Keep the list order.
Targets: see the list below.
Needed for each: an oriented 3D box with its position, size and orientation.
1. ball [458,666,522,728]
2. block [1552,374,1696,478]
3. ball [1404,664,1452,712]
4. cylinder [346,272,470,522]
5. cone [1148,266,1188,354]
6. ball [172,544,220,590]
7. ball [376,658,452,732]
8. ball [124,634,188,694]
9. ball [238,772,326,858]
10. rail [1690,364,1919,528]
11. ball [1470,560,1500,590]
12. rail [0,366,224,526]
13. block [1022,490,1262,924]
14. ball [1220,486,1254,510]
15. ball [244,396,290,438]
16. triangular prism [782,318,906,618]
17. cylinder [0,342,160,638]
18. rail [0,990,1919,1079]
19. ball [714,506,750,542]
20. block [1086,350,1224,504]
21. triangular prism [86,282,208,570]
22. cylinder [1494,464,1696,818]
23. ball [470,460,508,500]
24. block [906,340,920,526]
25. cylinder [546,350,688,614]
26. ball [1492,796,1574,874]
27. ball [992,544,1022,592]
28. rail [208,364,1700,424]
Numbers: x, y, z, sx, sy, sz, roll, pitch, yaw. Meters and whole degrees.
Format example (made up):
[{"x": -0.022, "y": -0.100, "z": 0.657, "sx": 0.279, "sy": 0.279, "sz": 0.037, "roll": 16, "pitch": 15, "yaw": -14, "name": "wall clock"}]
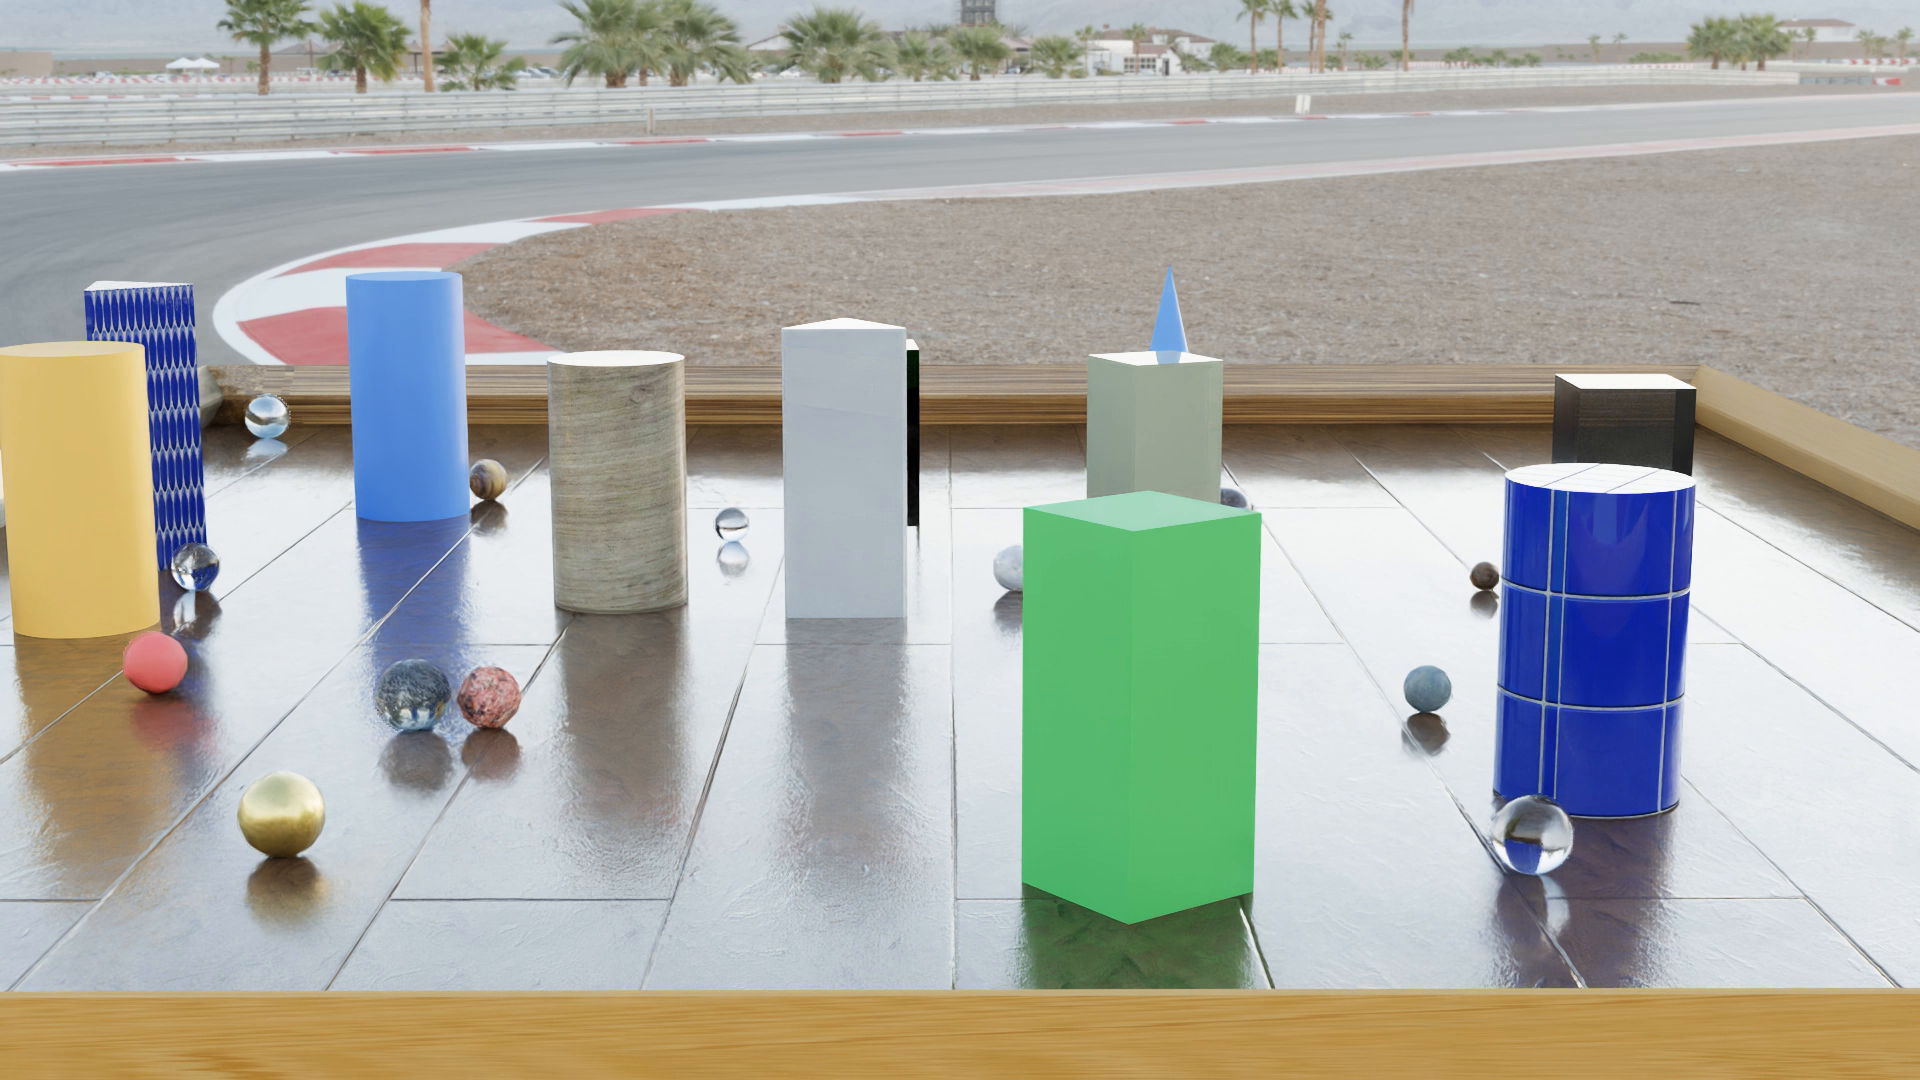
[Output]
[{"x": -0.519, "y": 0.173, "z": 2.830, "sx": 0.069, "sy": 0.069, "sz": 0.069, "roll": 0, "pitch": 11, "yaw": 0, "name": "ball"}, {"x": 0.859, "y": -0.050, "z": 3.347, "sx": 0.147, "sy": 0.317, "sz": 0.147, "roll": 0, "pitch": 11, "yaw": 1, "name": "block"}, {"x": 0.528, "y": 0.168, "z": 2.898, "sx": 0.054, "sy": 0.054, "sz": 0.054, "roll": 0, "pitch": 11, "yaw": 0, "name": "ball"}, {"x": -0.893, "y": -0.235, "z": 4.153, "sx": 0.183, "sy": 0.384, "sz": 0.183, "roll": 0, "pitch": 11, "yaw": 0, "name": "cylinder"}, {"x": 0.331, "y": -0.236, "z": 4.089, "sx": 0.183, "sy": 0.410, "sz": 0.183, "roll": 0, "pitch": 11, "yaw": 0, "name": "cone"}, {"x": -1.061, "y": 0.038, "z": 3.563, "sx": 0.065, "sy": 0.065, "sz": 0.065, "roll": 0, "pitch": 11, "yaw": 0, "name": "ball"}, {"x": -0.599, "y": 0.170, "z": 2.815, "sx": 0.081, "sy": 0.081, "sz": 0.081, "roll": 0, "pitch": 11, "yaw": 0, "name": "ball"}, {"x": -0.935, "y": 0.144, "z": 2.985, "sx": 0.070, "sy": 0.070, "sz": 0.070, "roll": 0, "pitch": 11, "yaw": 0, "name": "ball"}, {"x": -0.627, "y": 0.254, "z": 2.373, "sx": 0.079, "sy": 0.079, "sz": 0.079, "roll": 0, "pitch": 11, "yaw": 0, "name": "ball"}, {"x": 1.487, "y": 0.029, "z": 3.458, "sx": 0.045, "sy": 0.119, "sz": 3.549, "roll": 0, "pitch": 11, "yaw": 0, "name": "rail"}, {"x": 0.729, "y": 0.050, "z": 3.563, "sx": 0.042, "sy": 0.042, "sz": 0.042, "roll": 0, "pitch": 11, "yaw": 0, "name": "ball"}, {"x": -1.487, "y": 0.032, "z": 3.441, "sx": 0.045, "sy": 0.119, "sz": 3.549, "roll": 0, "pitch": 11, "yaw": 0, "name": "rail"}, {"x": 0.158, "y": 0.142, "z": 2.259, "sx": 0.147, "sy": 0.341, "sz": 0.147, "roll": -8, "pitch": 13, "yaw": -37, "name": "block"}, {"x": 0.405, "y": -0.038, "z": 3.910, "sx": 0.087, "sy": 0.087, "sz": 0.087, "roll": 0, "pitch": 11, "yaw": 0, "name": "ball"}, {"x": -1.347, "y": -0.238, "z": 4.988, "sx": 0.083, "sy": 0.083, "sz": 0.083, "roll": 0, "pitch": 11, "yaw": 0, "name": "ball"}, {"x": -0.153, "y": -0.099, "z": 3.429, "sx": 0.159, "sy": 0.383, "sz": 0.137, "roll": 0, "pitch": 11, "yaw": -2, "name": "triangular prism"}, {"x": -1.144, "y": -0.068, "z": 3.328, "sx": 0.183, "sy": 0.361, "sz": 0.183, "roll": 0, "pitch": 11, "yaw": 0, "name": "cylinder"}, {"x": 0.010, "y": 0.353, "z": 1.729, "sx": 3.022, "sy": 0.119, "sz": 0.045, "roll": 0, "pitch": 11, "yaw": 0, "name": "rail"}, {"x": -0.348, "y": -0.024, "z": 3.925, "sx": 0.054, "sy": 0.054, "sz": 0.054, "roll": 0, "pitch": 11, "yaw": 0, "name": "ball"}, {"x": 0.289, "y": -0.127, "z": 3.826, "sx": 0.147, "sy": 0.292, "sz": 0.147, "roll": -5, "pitch": 12, "yaw": -25, "name": "block"}, {"x": -1.205, "y": -0.166, "z": 3.719, "sx": 0.159, "sy": 0.409, "sz": 0.137, "roll": -9, "pitch": 14, "yaw": -41, "name": "triangular prism"}, {"x": 0.630, "y": 0.096, "z": 2.555, "sx": 0.183, "sy": 0.321, "sz": 0.183, "roll": 0, "pitch": 11, "yaw": 0, "name": "cylinder"}, {"x": -0.790, "y": -0.100, "z": 4.296, "sx": 0.067, "sy": 0.067, "sz": 0.067, "roll": 0, "pitch": 11, "yaw": 0, "name": "ball"}, {"x": -0.143, "y": -0.172, "z": 4.097, "sx": 0.147, "sy": 0.281, "sz": 0.147, "roll": -1, "pitch": 11, "yaw": -5, "name": "block"}, {"x": -0.462, "y": -0.081, "z": 3.476, "sx": 0.183, "sy": 0.332, "sz": 0.183, "roll": 0, "pitch": 11, "yaw": 0, "name": "cylinder"}, {"x": 0.518, "y": 0.267, "z": 2.322, "sx": 0.071, "sy": 0.071, "sz": 0.071, "roll": 0, "pitch": 11, "yaw": 0, "name": "ball"}, {"x": 0.078, "y": 0.039, "z": 3.557, "sx": 0.065, "sy": 0.065, "sz": 0.065, "roll": 0, "pitch": 11, "yaw": 0, "name": "ball"}, {"x": -0.010, "y": -0.292, "z": 5.171, "sx": 3.022, "sy": 0.119, "sz": 0.045, "roll": 0, "pitch": 11, "yaw": 0, "name": "rail"}]
